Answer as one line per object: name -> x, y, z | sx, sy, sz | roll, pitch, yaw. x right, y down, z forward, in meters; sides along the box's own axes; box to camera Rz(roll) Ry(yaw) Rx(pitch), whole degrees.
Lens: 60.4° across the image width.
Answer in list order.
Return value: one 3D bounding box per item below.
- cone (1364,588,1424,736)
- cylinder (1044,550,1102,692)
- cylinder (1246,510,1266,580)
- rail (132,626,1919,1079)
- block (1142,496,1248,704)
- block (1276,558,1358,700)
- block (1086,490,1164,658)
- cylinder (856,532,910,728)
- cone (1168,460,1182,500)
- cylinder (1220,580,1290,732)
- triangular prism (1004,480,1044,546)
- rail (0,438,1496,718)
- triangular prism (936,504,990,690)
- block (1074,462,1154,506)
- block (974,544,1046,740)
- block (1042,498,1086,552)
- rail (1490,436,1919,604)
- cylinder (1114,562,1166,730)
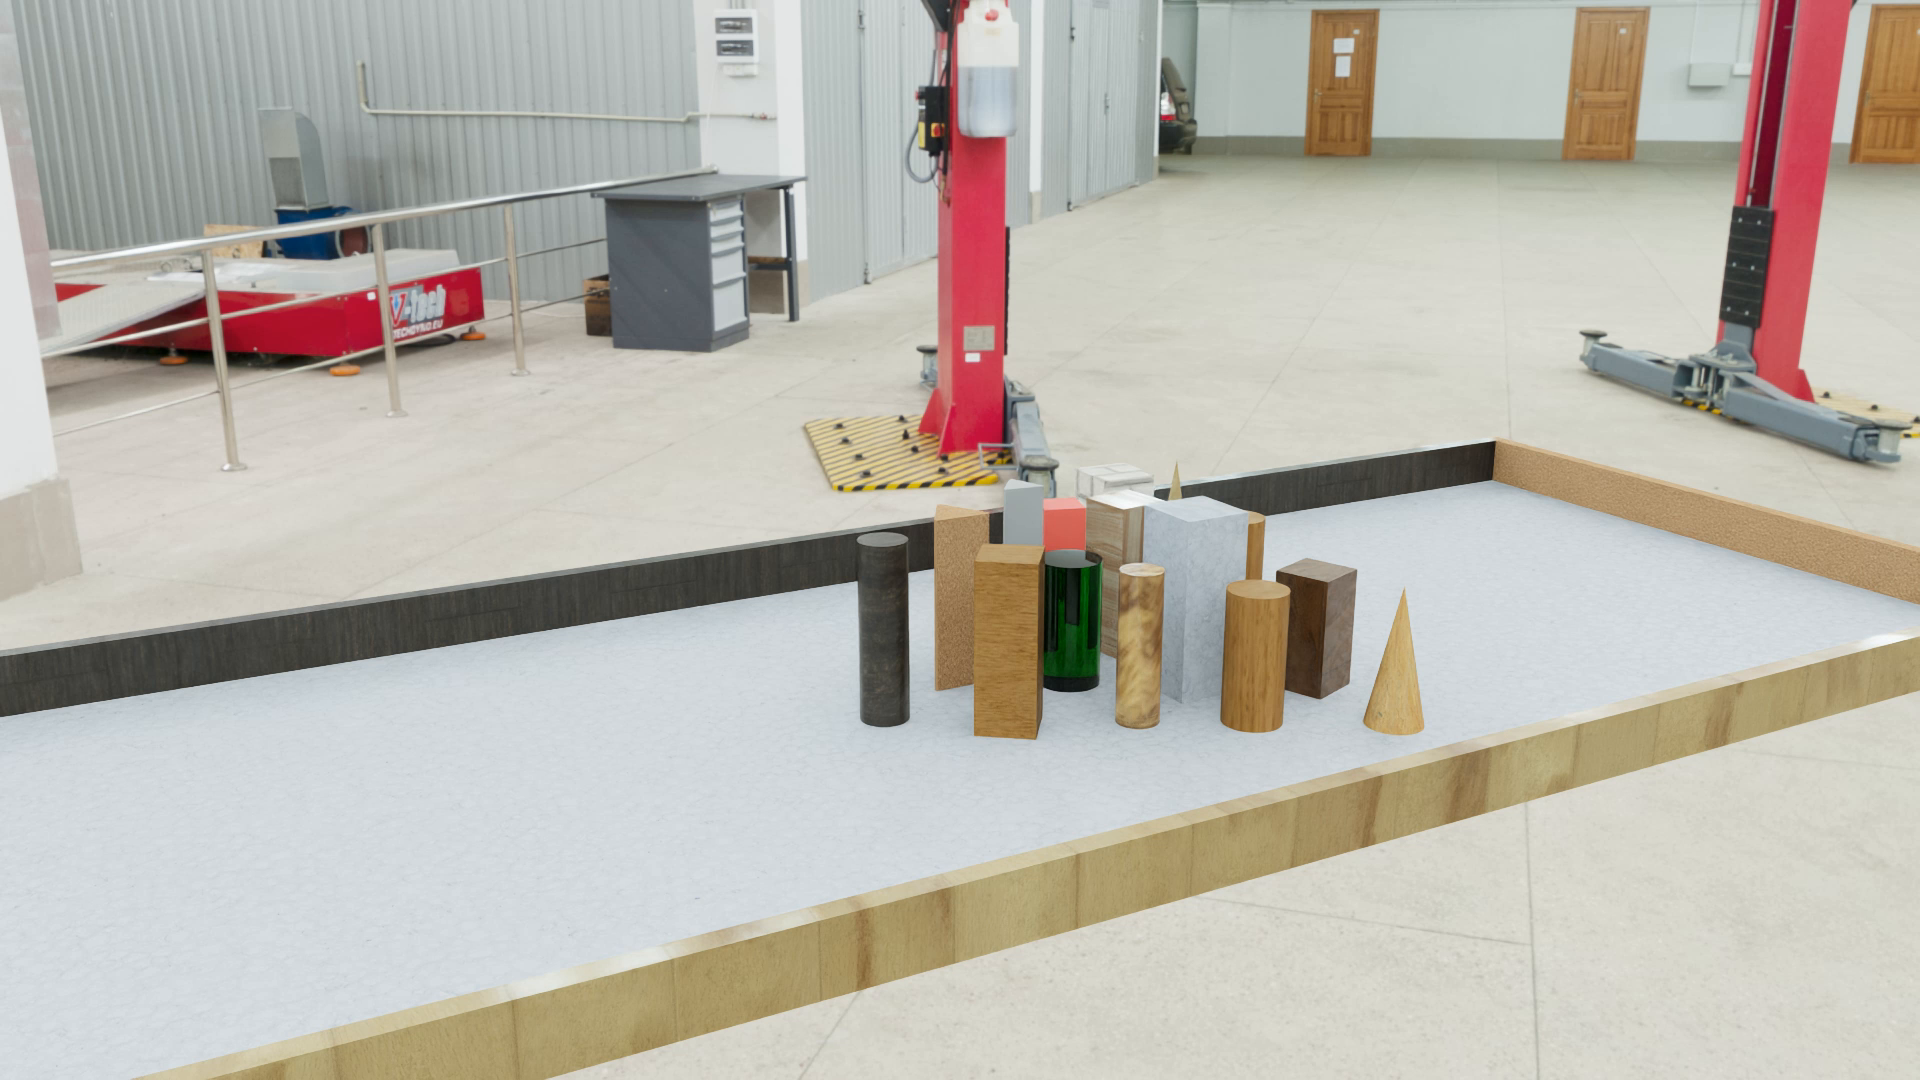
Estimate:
cone -> 1.021, 0.268, 3.836 | 0.141, 0.341, 0.141 | 0, 16, 0
cylinder -> 0.273, 0.200, 4.103 | 0.158, 0.322, 0.158 | 0, 16, 0
cylinder -> 0.725, 0.111, 4.345 | 0.139, 0.357, 0.139 | 0, 16, 0
rail -> -2.336, 1.006, 1.665 | 12.000, 0.150, 0.050 | -9, 18, -27
block -> 0.572, 0.143, 4.054 | 0.178, 0.458, 0.178 | -9, 19, -28
block -> 0.874, 0.217, 4.081 | 0.143, 0.301, 0.143 | 14, 21, 40
block -> 0.429, 0.089, 4.330 | 0.142, 0.407, 0.142 | -12, 20, -35
cylinder -> -0.178, 0.210, 3.857 | 0.119, 0.441, 0.119 | 0, 16, 0
cone -> 0.588, 0.001, 4.538 | 0.156, 0.459, 0.156 | 0, 16, 0
cylinder -> 0.689, 0.270, 3.854 | 0.146, 0.327, 0.146 | 0, 16, 0
triangular prism -> 0.150, 0.062, 4.367 | 0.110, 0.438, 0.095 | -6, 17, -19
rail -> -3.305, 0.497, 3.399 | 12.000, 0.150, 0.050 | -9, 18, -27
triangular prism -> -0.023, 0.138, 4.109 | 0.148, 0.438, 0.129 | -8, 18, -26
block -> 0.447, -0.030, 4.836 | 0.168, 0.351, 0.168 | -8, 18, -25
block -> 0.114, 0.234, 3.812 | 0.145, 0.422, 0.145 | 2, 17, 8
block -> 0.279, 0.051, 4.620 | 0.116, 0.316, 0.116 | -3, 17, -11
rail -> 2.466, -0.048, 5.253 | 0.050, 0.150, 2.100 | -9, 18, -27
cylinder -> 0.419, 0.248, 3.849 | 0.105, 0.374, 0.105 | 0, 16, 0
